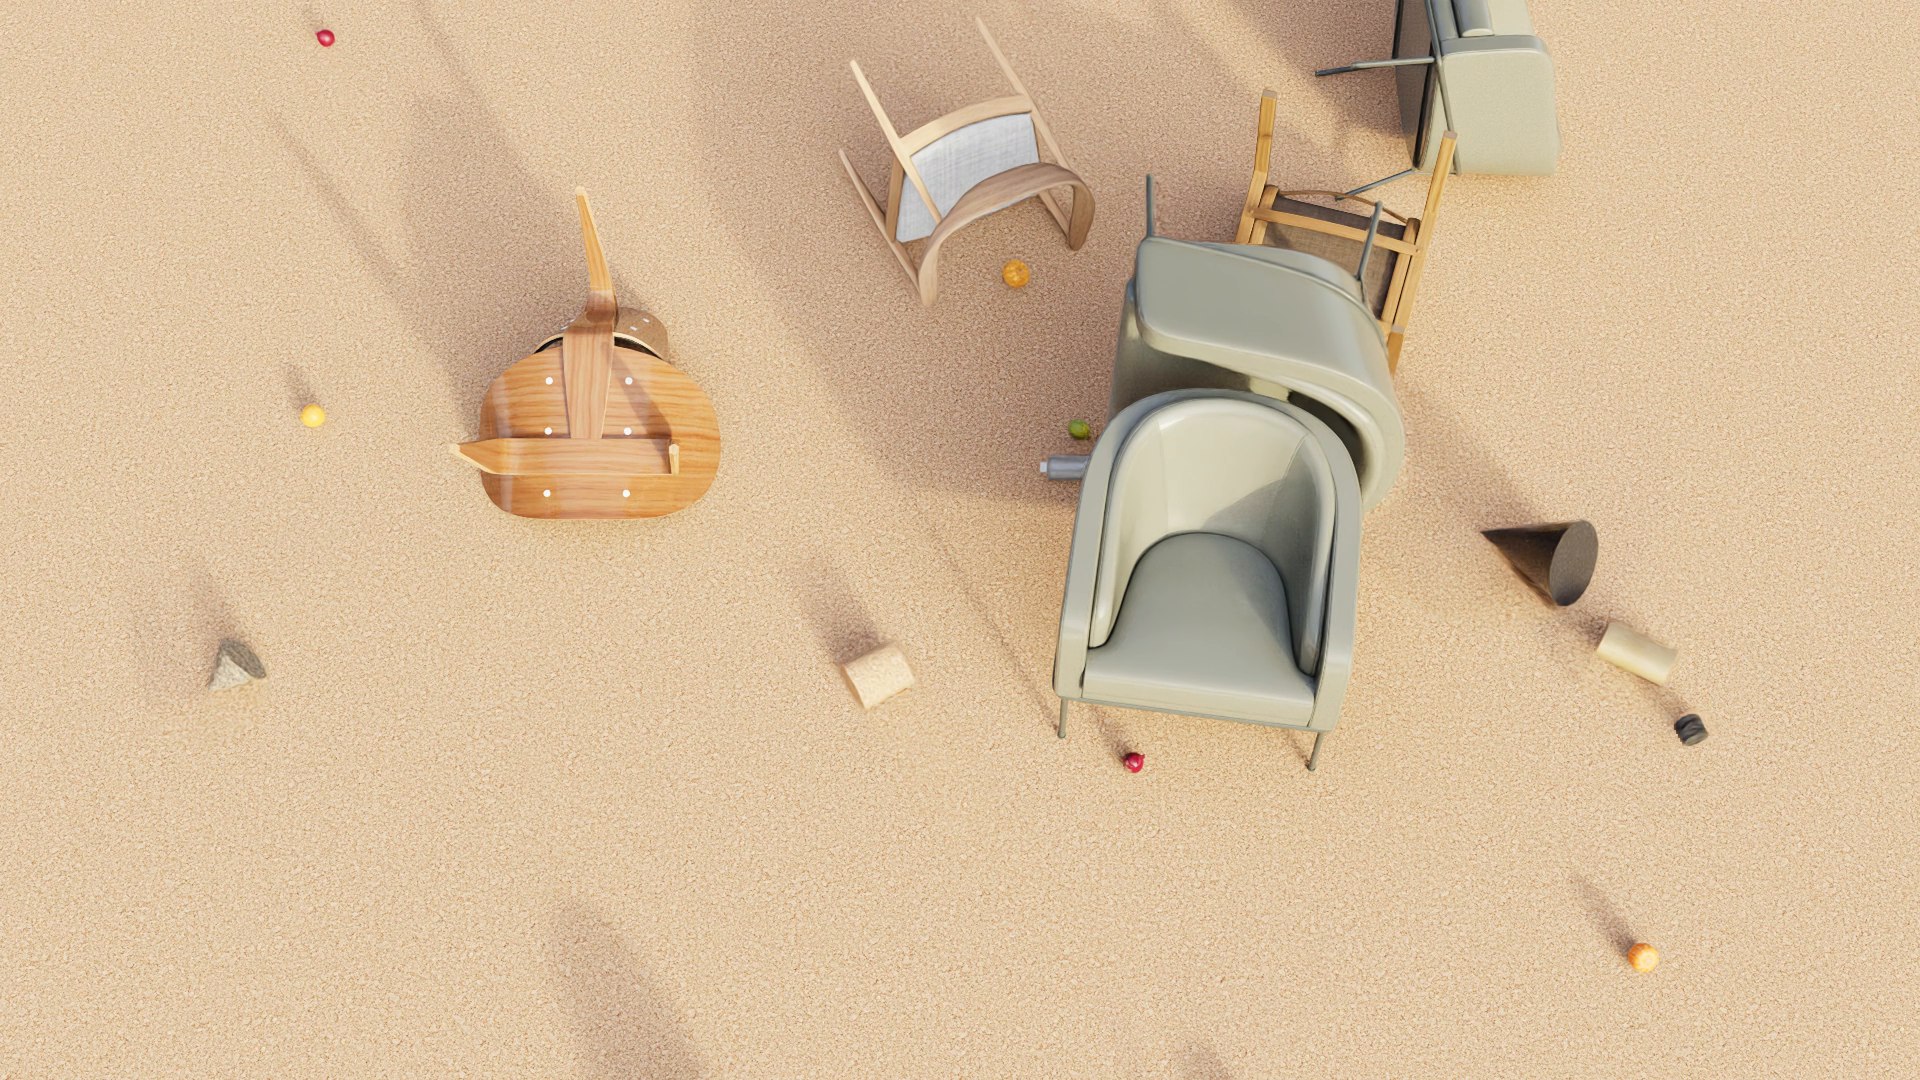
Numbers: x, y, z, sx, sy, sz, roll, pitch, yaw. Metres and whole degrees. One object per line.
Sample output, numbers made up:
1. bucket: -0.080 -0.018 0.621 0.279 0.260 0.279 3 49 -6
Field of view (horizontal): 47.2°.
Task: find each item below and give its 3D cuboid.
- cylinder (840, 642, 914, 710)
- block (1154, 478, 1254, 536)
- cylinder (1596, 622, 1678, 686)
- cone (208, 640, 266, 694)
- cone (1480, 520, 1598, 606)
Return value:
1. cylinder: -0.235 0.385 6.263 0.163 0.081 0.142 -27 78 -17
2. block: 0.726 -0.099 6.565 0.277 0.125 0.120 0 56 0
3. cylinder: 1.933 0.324 6.280 0.201 0.098 0.170 26 24 16
4. cone: -2.092 0.389 6.271 0.151 0.159 0.147 -43 49 6
5. cone: 1.668 0.022 6.482 0.325 0.278 0.246 23 61 42
